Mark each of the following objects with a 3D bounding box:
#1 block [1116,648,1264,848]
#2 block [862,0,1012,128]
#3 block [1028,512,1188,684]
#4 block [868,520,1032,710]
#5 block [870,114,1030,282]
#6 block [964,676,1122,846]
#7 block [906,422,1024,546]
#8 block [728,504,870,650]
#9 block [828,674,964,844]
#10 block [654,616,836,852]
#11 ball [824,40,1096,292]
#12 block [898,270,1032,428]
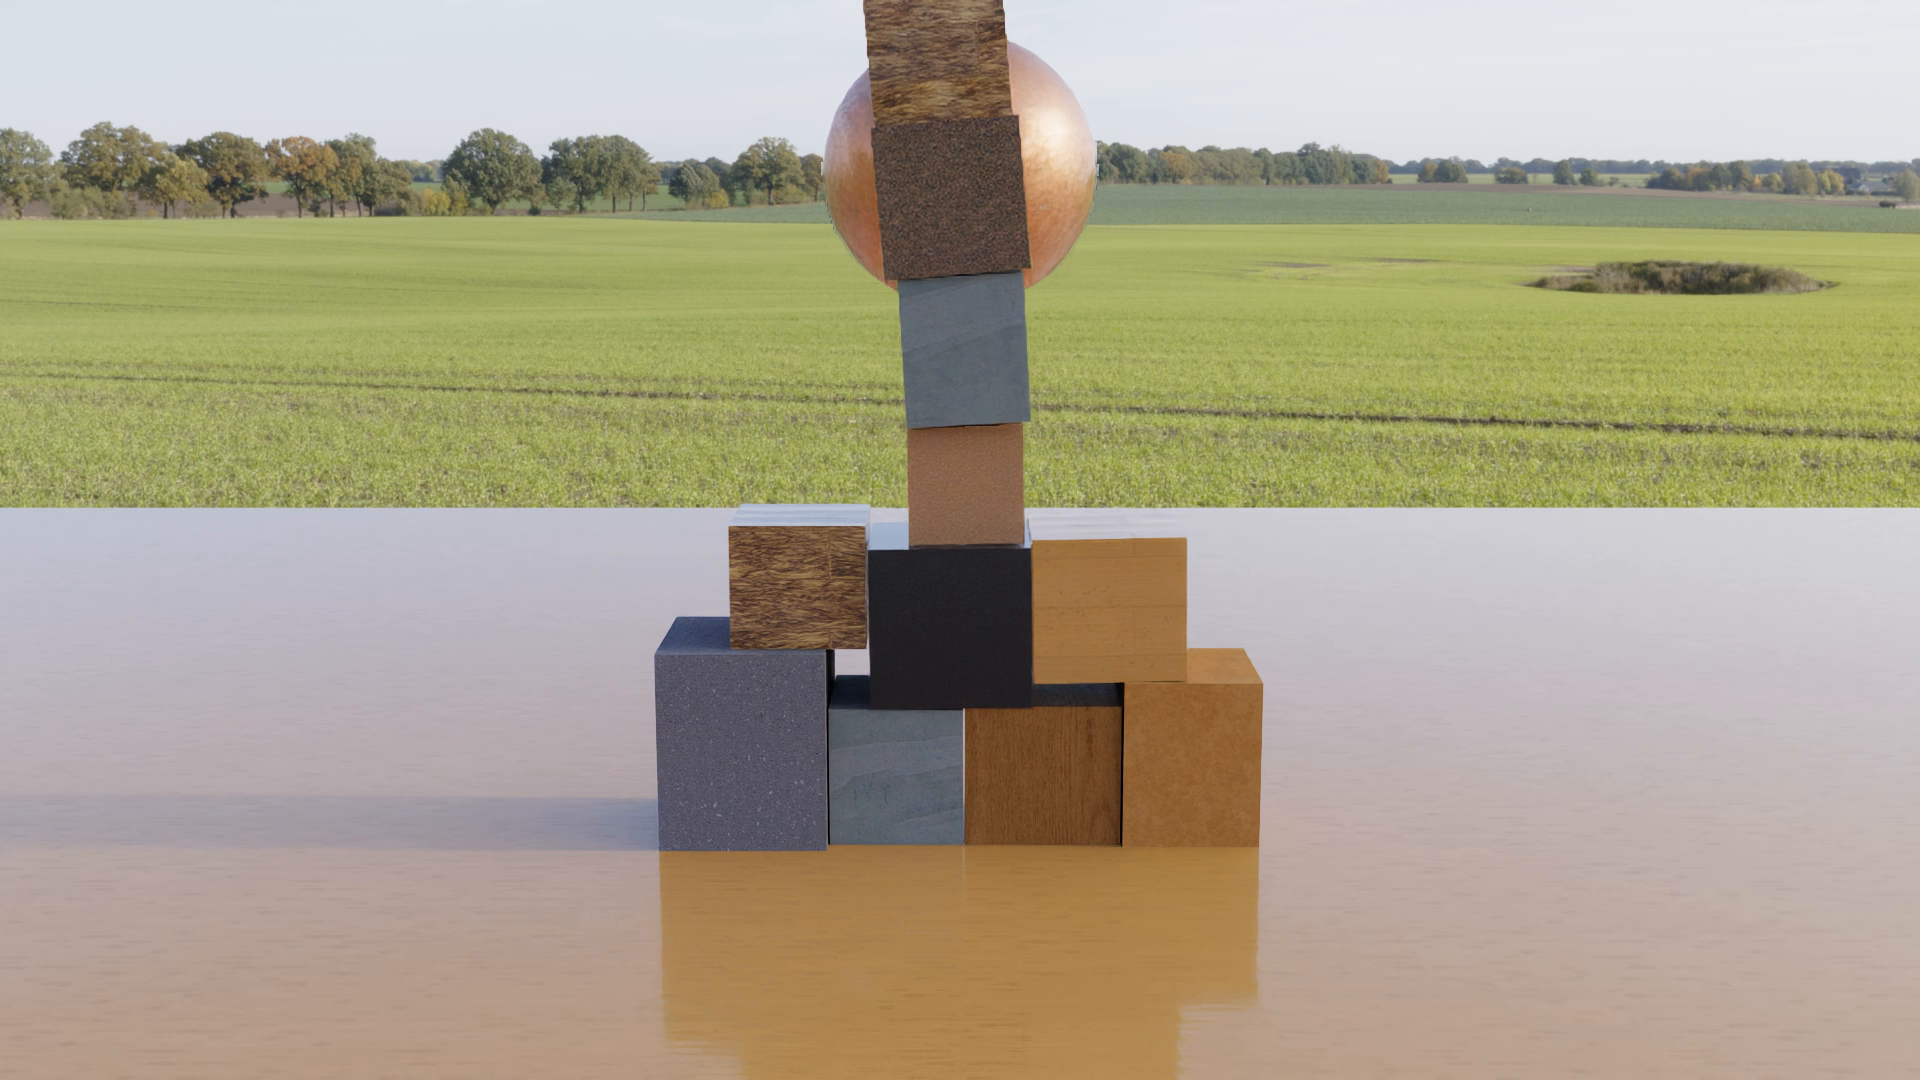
[{"bbox_3d":[1.161,1.060,11.369,0.688,0.847,0.773,0,10,0],"label":"block"},{"bbox_3d":[-0.117,-2.431,10.733,0.659,0.768,0.704,-5,10,0],"label":"block"},{"bbox_3d":[0.742,0.284,11.244,0.761,0.728,0.751,-1,10,0],"label":"block"},{"bbox_3d":[-0.049,0.372,11.248,0.803,0.809,0.775,-1,10,0],"label":"block"},{"bbox_3d":[-0.046,-1.697,10.859,0.706,0.729,0.711,-5,10,0],"label":"block"},{"bbox_3d":[0.417,1.125,11.367,0.782,0.719,0.678,0,10,0],"label":"block"},{"bbox_3d":[0.027,-0.318,11.120,0.573,0.593,0.547,-1,10,0],"label":"block"},{"bbox_3d":[-0.805,0.177,11.218,0.674,0.623,0.676,0,10,0],"label":"block"},{"bbox_3d":[-0.321,1.127,11.398,0.672,0.704,0.727,0,10,0],"label":"block"},{"bbox_3d":[-1.086,0.982,11.348,0.839,1.008,0.885,0,10,0],"label":"block"},{"bbox_3d":[0.000,-2.164,12.895,1.600,1.600,1.600,0,10,0],"label":"ball"},{"bbox_3d":[0.018,-0.973,10.968,0.608,0.722,0.631,-3,10,0],"label":"block"}]
